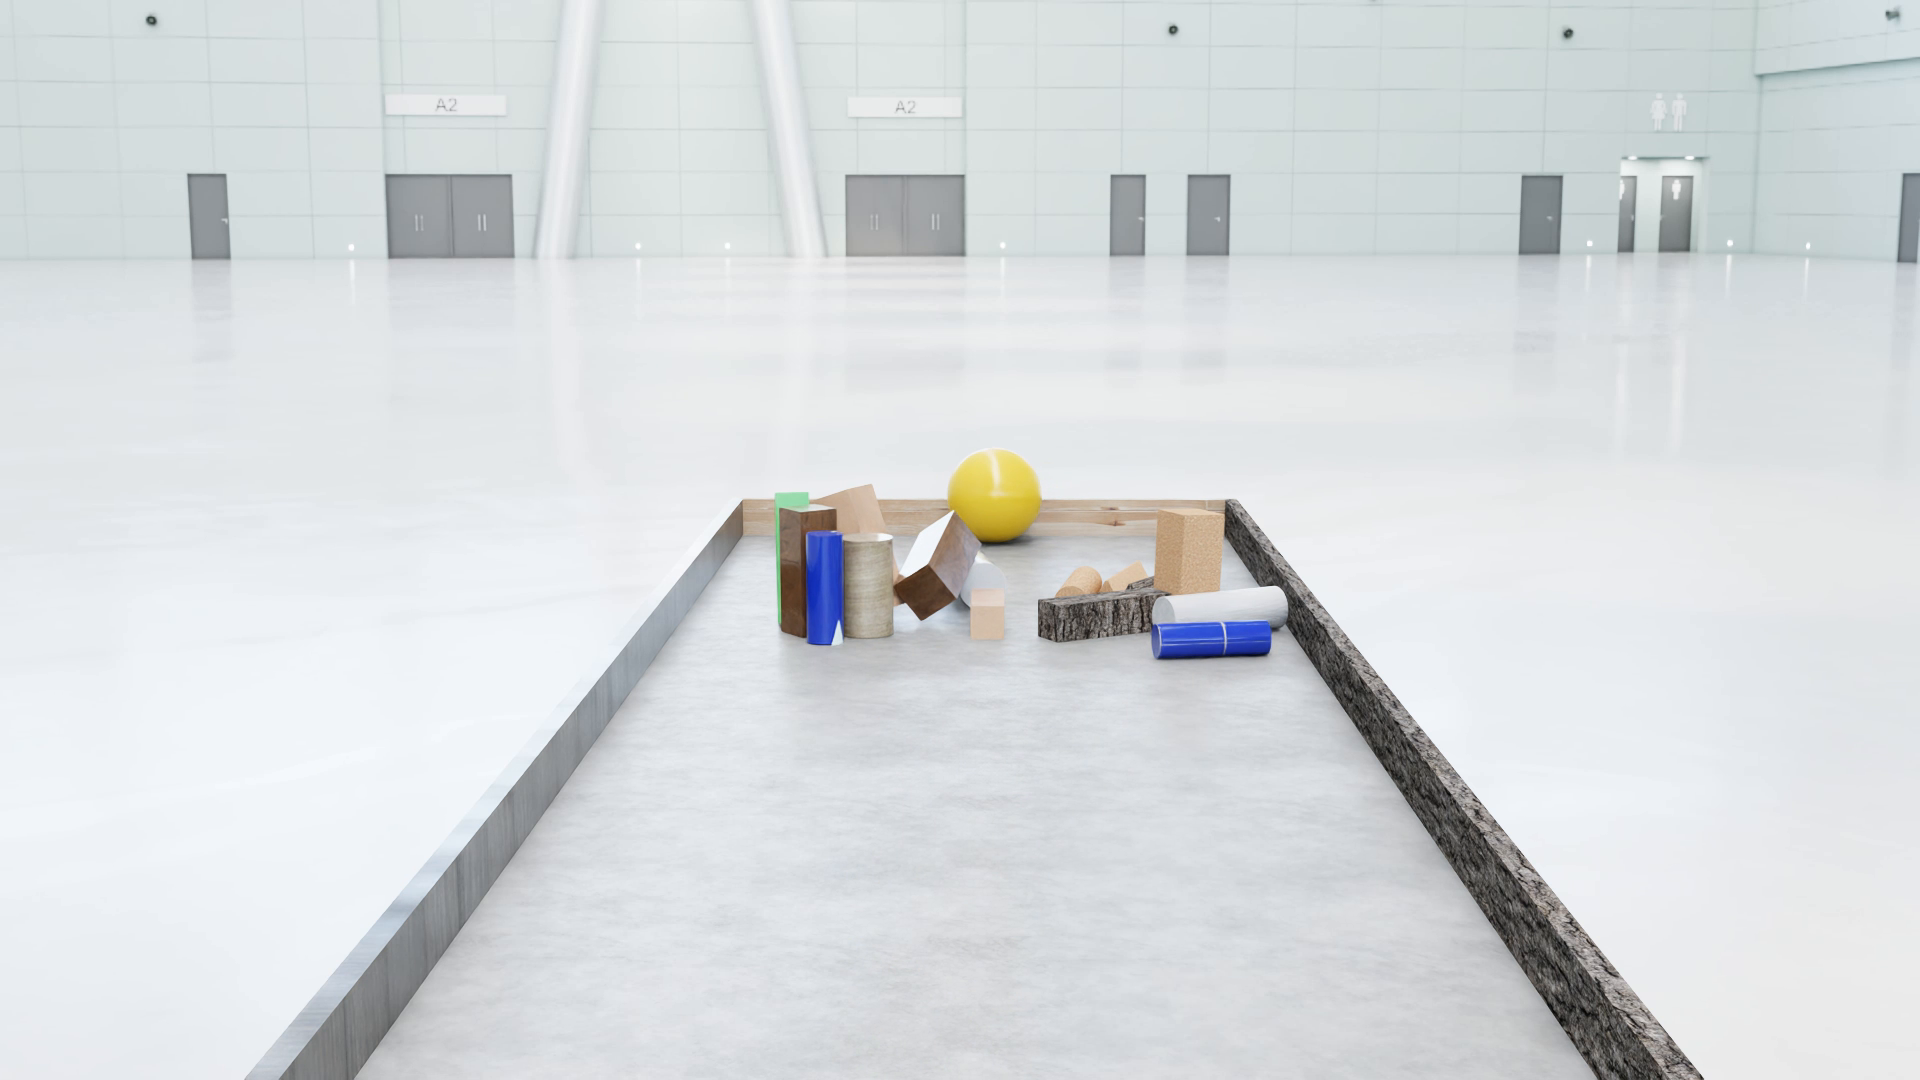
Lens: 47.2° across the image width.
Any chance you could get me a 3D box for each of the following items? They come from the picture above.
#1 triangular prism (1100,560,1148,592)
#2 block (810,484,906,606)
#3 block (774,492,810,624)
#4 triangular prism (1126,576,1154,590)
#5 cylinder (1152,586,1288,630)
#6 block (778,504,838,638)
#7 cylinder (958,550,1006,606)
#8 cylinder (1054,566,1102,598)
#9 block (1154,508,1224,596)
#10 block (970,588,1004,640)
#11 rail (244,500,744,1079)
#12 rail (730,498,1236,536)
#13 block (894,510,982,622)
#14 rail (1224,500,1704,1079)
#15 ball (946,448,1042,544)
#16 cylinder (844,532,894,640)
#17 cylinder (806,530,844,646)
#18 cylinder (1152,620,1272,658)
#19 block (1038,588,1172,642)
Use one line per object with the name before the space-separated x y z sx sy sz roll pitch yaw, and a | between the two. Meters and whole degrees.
triangular prism | 0.567 0.158 7.649 0.125 0.108 0.434 3 10 19
block | -0.339 0.041 7.324 0.162 0.416 0.162 -17 0 29
block | -0.550 0.057 7.245 0.108 0.428 0.108 -1 1 -6
triangular prism | 0.658 0.181 7.454 0.142 0.123 0.373 5 10 30
cylinder | 0.839 0.235 7.079 0.429 0.140 0.140 -4 10 -26
block | -0.488 0.098 7.090 0.135 0.406 0.135 -6 10 -34
cylinder | 0.053 0.134 7.637 0.165 0.165 0.321 -1 9 -9
cylinder | 0.405 0.179 7.506 0.117 0.117 0.397 2 9 10
block | 0.749 0.091 7.228 0.156 0.370 0.156 -1 9 -29
block | 0.090 0.238 7.164 0.107 0.107 0.318 0 9 1
rail | -1.004 0.839 3.234 0.050 0.150 12.000 0 9 1
rail | 0.099 -0.098 9.147 2.100 0.150 0.050 0 9 1
block | -0.074 0.084 7.439 0.155 0.155 0.432 -33 14 24
rail | 1.046 0.843 3.208 0.050 0.150 12.000 0 9 1
ball | 0.139 -0.182 8.917 0.388 0.388 0.388 0 9 0
cylinder | -0.301 0.147 7.072 0.173 0.315 0.173 0 9 0
cylinder | -0.427 0.151 6.942 0.117 0.348 0.117 0 9 0
cylinder | 0.771 0.304 6.748 0.351 0.107 0.107 -2 9 -10
block | 0.469 0.241 7.104 0.434 0.121 0.121 -5 10 -29
